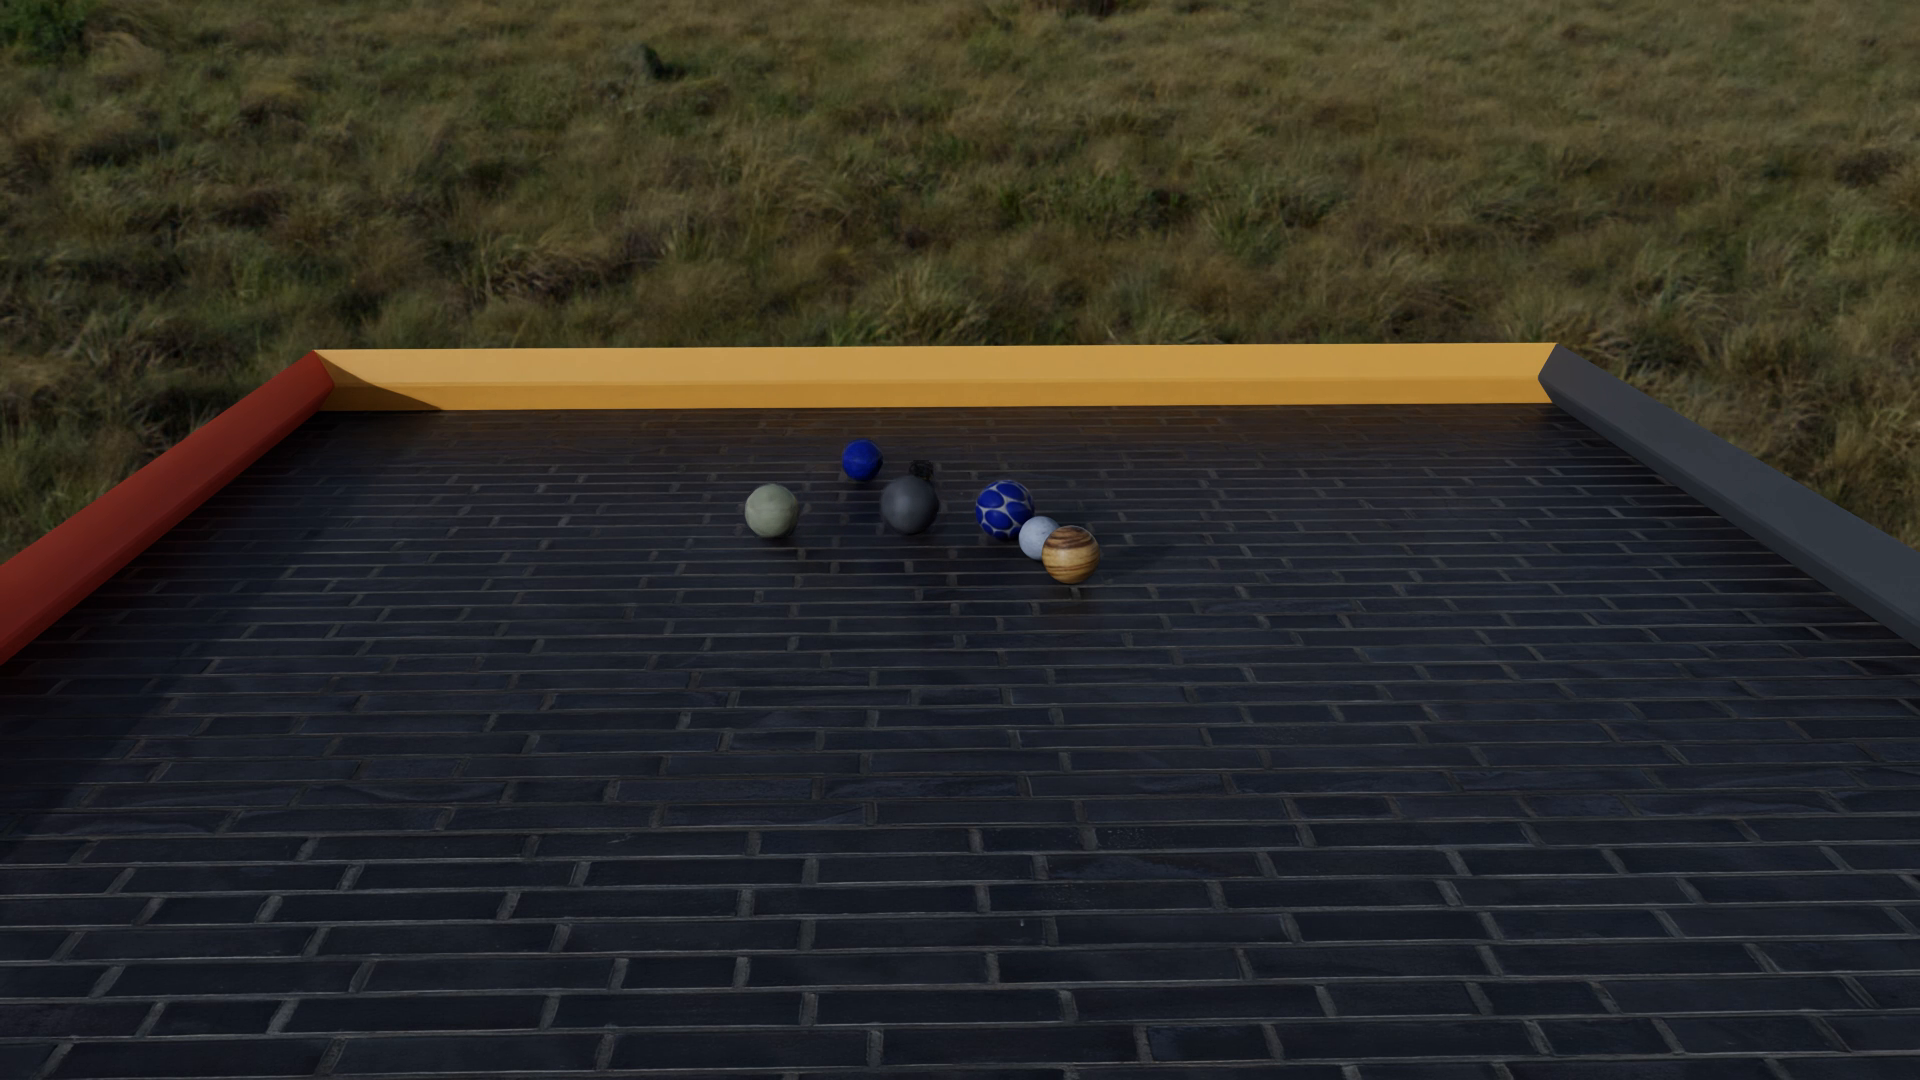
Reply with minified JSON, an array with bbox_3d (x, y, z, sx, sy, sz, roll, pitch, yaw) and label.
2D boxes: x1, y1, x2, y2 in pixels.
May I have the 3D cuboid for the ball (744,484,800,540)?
[{"bbox_3d":[-0.264,-0.040,3.083,0.077,0.077,0.077,0,15,0],"label":"ball"}]

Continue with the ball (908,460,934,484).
[{"bbox_3d":[-0.061,-0.102,3.386,0.040,0.040,0.040,0,15,0],"label":"ball"}]

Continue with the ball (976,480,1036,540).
[{"bbox_3d":[0.064,-0.042,3.077,0.084,0.084,0.084,0,15,0],"label":"ball"}]

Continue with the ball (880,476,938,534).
[{"bbox_3d":[-0.071,-0.049,3.106,0.083,0.083,0.083,0,15,0],"label":"ball"}]

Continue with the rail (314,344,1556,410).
[{"bbox_3d":[-0.034,-0.290,3.956,2.246,0.109,0.045,0,15,-2],"label":"rail"}]

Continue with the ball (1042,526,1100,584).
[{"bbox_3d":[0.144,0.019,2.862,0.076,0.076,0.076,0,15,0],"label":"ball"}]

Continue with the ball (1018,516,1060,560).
[{"bbox_3d":[0.110,-0.002,2.972,0.061,0.061,0.061,0,15,0],"label":"ball"}]

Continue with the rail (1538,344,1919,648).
[{"bbox_3d":[1.134,0.247,1.937,0.045,0.109,4.300,0,15,-2],"label":"rail"}]

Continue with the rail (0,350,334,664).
[{"bbox_3d":[-1.064,0.266,1.868,0.045,0.109,4.300,0,15,-2],"label":"rail"}]

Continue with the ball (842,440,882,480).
[{"bbox_3d":[-0.152,-0.124,3.424,0.064,0.064,0.064,0,15,0],"label":"ball"}]
